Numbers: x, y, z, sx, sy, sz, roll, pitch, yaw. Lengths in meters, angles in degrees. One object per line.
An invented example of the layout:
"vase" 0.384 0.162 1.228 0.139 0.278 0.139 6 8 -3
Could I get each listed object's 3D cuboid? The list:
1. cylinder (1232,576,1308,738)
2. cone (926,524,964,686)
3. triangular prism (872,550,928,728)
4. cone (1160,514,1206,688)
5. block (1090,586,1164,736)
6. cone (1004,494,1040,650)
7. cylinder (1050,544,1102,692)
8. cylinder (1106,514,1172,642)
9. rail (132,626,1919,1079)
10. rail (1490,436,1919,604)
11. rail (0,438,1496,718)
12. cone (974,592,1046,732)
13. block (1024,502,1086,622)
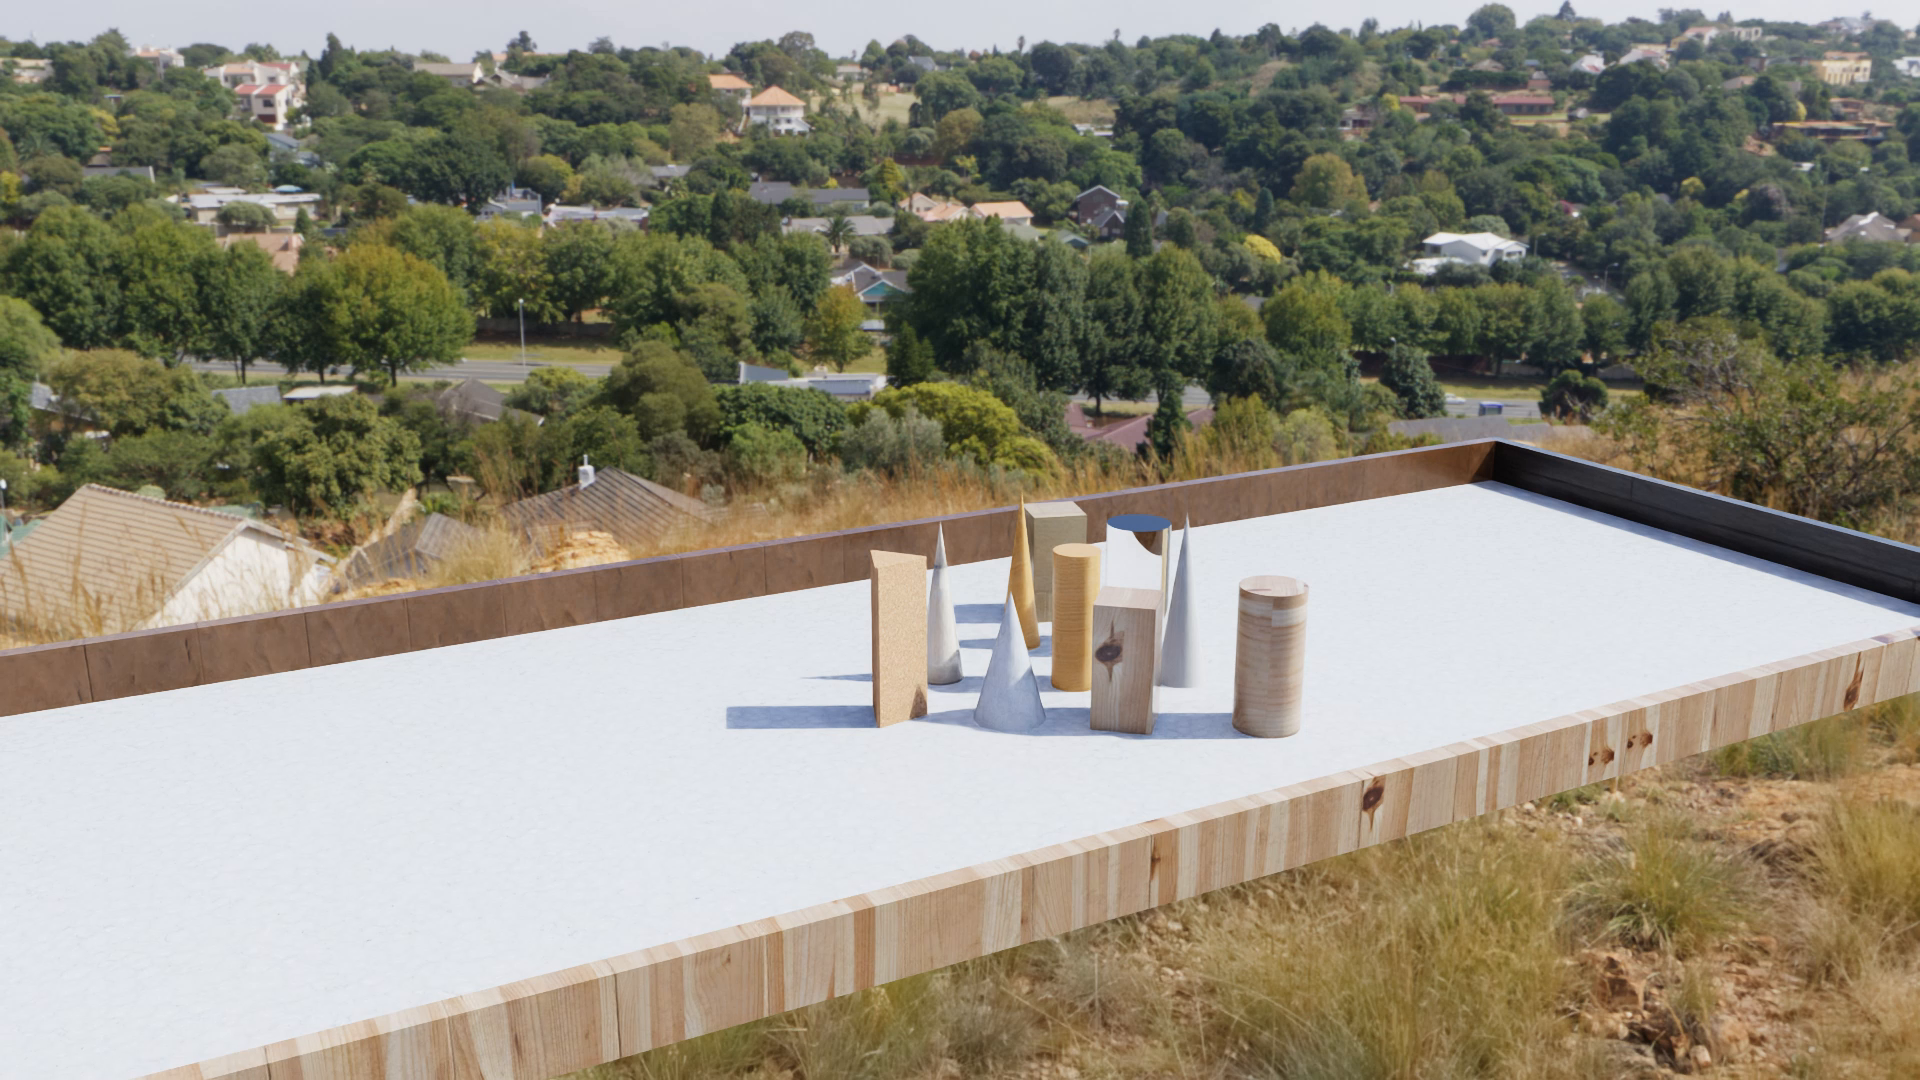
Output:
"cylinder" 0.719 0.270 3.825 0.158 0.345 0.158 0 16 0
"cone" -0.048 0.149 4.117 0.116 0.411 0.116 0 16 0
"triangular prism" -0.171 0.226 3.891 0.141 0.392 0.122 -12 20 -36
"cone" 0.556 0.141 4.097 0.123 0.439 0.123 0 16 0
"block" 0.390 0.280 3.856 0.144 0.307 0.144 4 17 13
"cone" 0.160 0.072 4.351 0.109 0.427 0.109 0 16 0
"cylinder" 0.287 0.192 4.082 0.118 0.349 0.118 0 16 0
"cylinder" 0.467 0.118 4.351 0.168 0.339 0.168 0 16 0
"rail" -2.336 1.006 1.665 12.000 0.150 0.050 -9 18 -27
"rail" 2.466 -0.048 5.253 0.050 0.150 2.100 -9 18 -27
"rail" -3.305 0.497 3.399 12.000 0.150 0.050 -9 18 -27
"cone" 0.118 0.270 3.875 0.172 0.317 0.172 0 16 0
"block" 0.260 0.061 4.612 0.149 0.303 0.149 -3 17 -11
